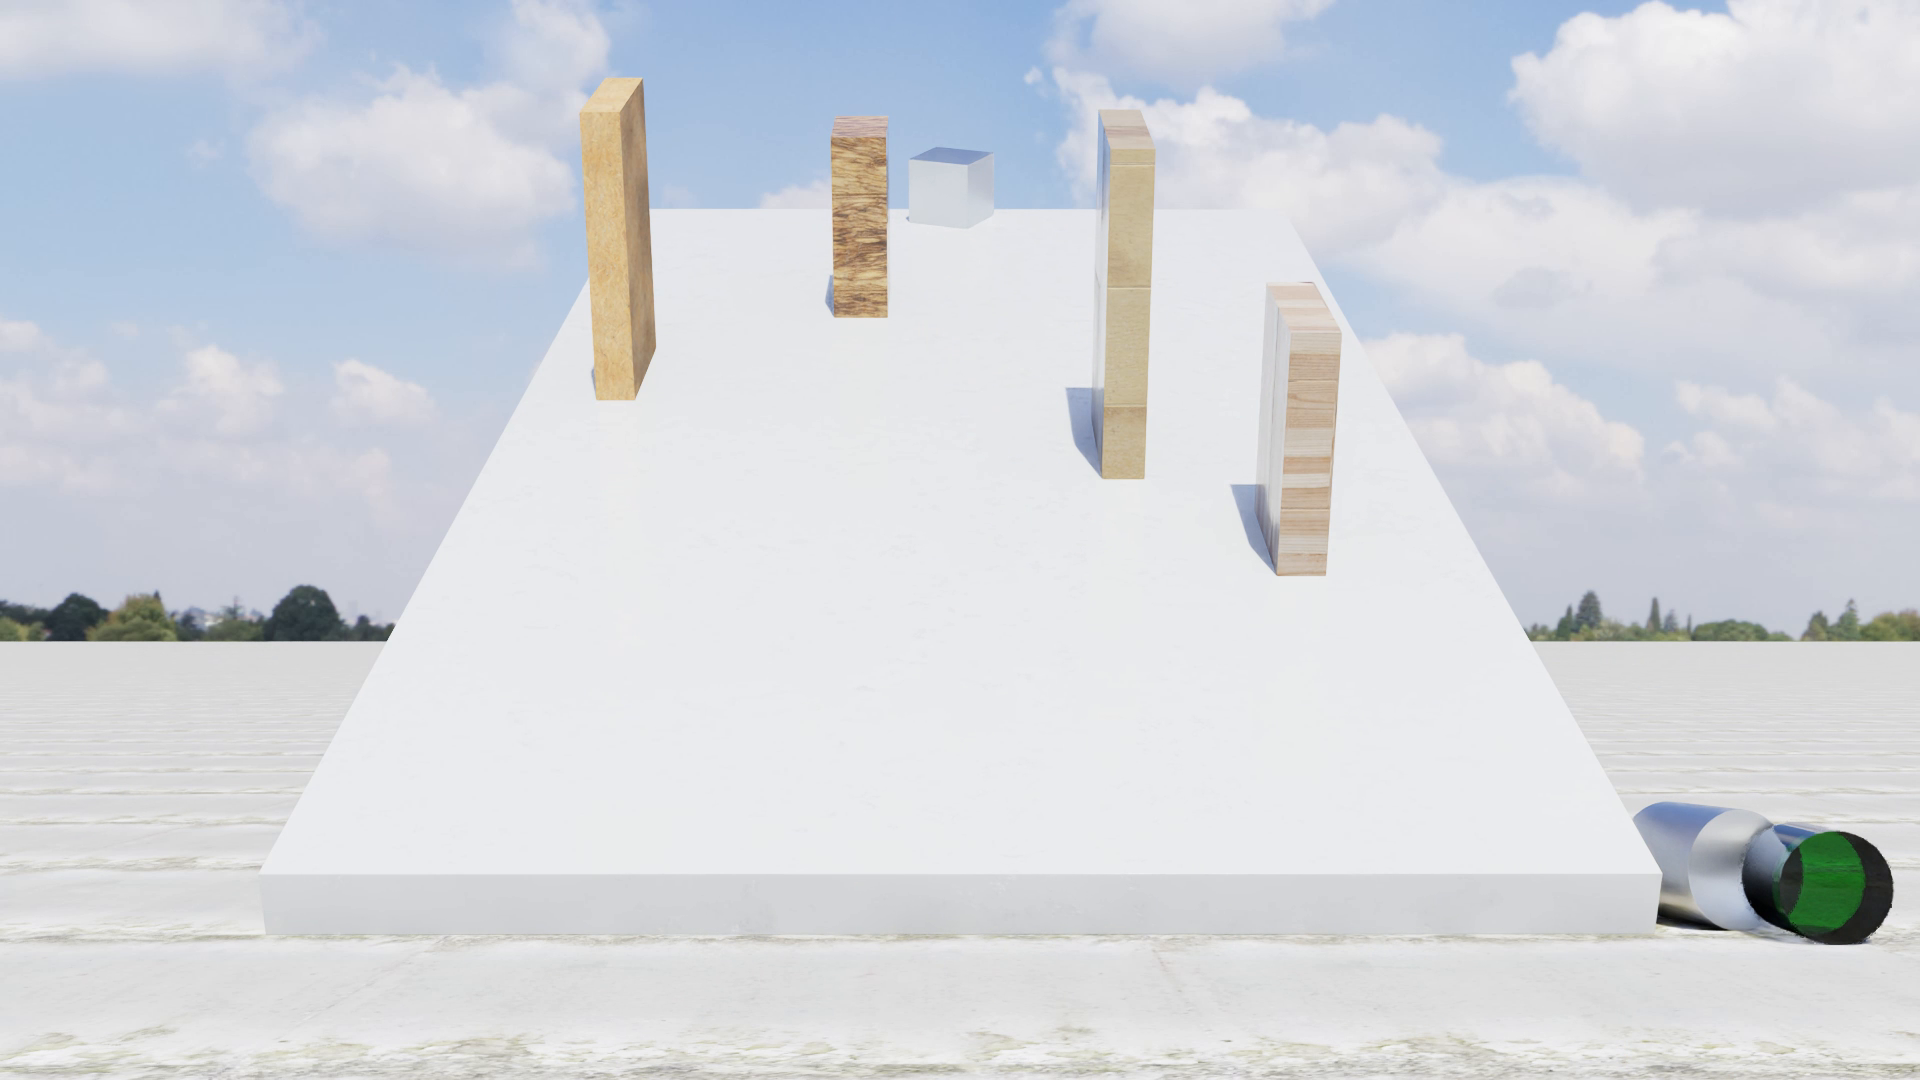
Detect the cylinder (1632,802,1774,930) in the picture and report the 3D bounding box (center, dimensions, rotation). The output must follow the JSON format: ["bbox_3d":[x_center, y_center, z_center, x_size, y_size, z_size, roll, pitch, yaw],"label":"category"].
[{"bbox_3d":[1.112,0.485,3.431,0.177,0.177,0.177,1,-2,-18],"label":"cylinder"}]

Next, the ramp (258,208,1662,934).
[{"bbox_3d":[-0.006,-0.219,5.141,2.000,0.100,4.000,0,22,0],"label":"ramp"}]

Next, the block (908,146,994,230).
[{"bbox_3d":[-0.025,-1.050,6.830,0.191,0.191,0.191,10,24,23],"label":"block"}]

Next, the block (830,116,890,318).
[{"bbox_3d":[-0.254,-0.837,5.924,0.138,0.466,0.272,0,22,0],"label":"block"}]

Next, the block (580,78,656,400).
[{"bbox_3d":[-0.789,-0.703,5.322,0.088,0.662,0.413,0,22,0],"label":"block"}]

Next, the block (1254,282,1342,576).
[{"bbox_3d":[0.639,-0.216,4.360,0.092,0.474,0.343,0,22,0],"label":"block"}]

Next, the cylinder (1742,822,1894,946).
[{"bbox_3d":[1.220,0.487,3.267,0.158,0.158,0.158,0,-2,1],"label":"cylinder"}]

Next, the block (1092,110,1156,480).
[{"bbox_3d":[0.340,-0.522,4.831,0.089,0.693,0.399,0,22,0],"label":"block"}]
